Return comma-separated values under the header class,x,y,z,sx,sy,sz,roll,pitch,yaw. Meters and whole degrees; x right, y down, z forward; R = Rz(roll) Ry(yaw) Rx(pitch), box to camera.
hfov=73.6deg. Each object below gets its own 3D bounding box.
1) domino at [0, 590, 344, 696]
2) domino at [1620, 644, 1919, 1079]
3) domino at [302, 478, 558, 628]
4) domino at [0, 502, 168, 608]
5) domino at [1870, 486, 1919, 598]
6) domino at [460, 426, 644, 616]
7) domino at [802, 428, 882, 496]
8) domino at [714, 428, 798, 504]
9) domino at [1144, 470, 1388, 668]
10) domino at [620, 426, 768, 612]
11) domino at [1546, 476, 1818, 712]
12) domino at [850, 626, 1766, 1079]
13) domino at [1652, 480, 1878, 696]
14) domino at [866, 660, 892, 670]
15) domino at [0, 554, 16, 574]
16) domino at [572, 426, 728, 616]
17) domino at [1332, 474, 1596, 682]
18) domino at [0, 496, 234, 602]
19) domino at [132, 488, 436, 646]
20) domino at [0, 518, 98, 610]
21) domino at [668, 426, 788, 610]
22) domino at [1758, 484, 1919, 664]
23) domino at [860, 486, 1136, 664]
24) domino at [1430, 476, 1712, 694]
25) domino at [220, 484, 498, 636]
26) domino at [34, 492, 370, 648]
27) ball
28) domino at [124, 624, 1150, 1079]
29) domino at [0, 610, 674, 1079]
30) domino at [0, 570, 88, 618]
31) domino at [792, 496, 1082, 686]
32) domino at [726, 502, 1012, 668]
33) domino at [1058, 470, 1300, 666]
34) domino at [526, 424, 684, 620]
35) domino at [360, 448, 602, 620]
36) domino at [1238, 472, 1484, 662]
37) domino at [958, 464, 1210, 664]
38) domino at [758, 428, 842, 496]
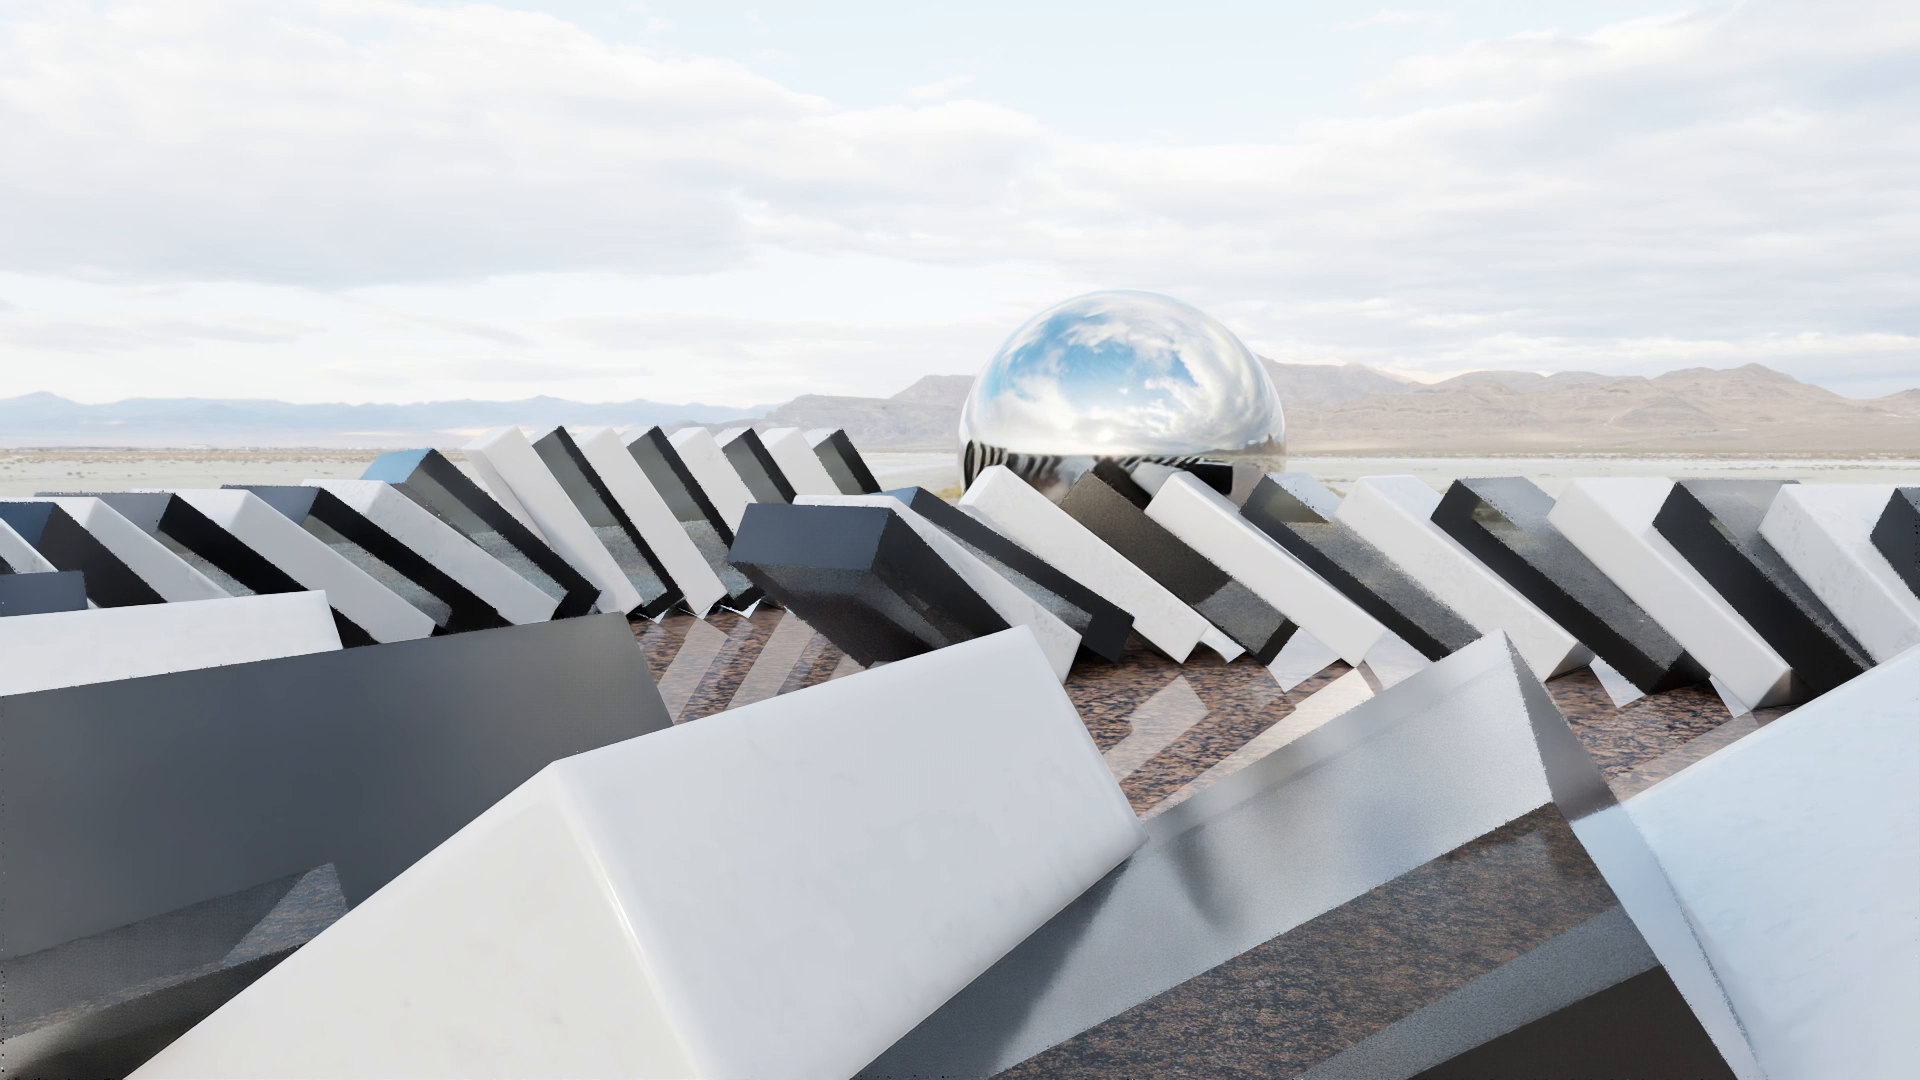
class,x,y,z,sx,sy,sz,roll,pitch,yaw
domino,-0.053,0.020,0.066,0.050,0.010,0.025,-38,-21,35
domino,0.018,0.021,0.042,0.050,0.009,0.025,-34,-3,13
domino,-0.111,0.005,0.266,0.025,0.010,0.050,3,-29,31
domino,-0.122,0.012,0.174,0.025,0.009,0.050,0,-29,-2
domino,0.149,0.012,0.172,0.025,0.009,0.050,0,39,3
domino,-0.097,-0.004,0.304,0.010,0.050,0.025,-40,22,-22
domino,-0.026,-0.007,0.345,0.010,0.050,0.025,-38,18,-17
domino,-0.048,-0.006,0.337,0.009,0.050,0.025,-38,18,-17
domino,0.062,0.005,0.259,0.050,0.009,0.025,38,14,11
domino,-0.069,-0.005,0.327,0.010,0.050,0.025,-39,19,-20
domino,0.130,0.008,0.224,0.025,0.009,0.050,-2,40,-24
domino,-0.001,0.021,0.045,0.050,0.009,0.025,-34,-8,20
domino,0.140,0.009,0.208,0.025,0.009,0.050,-1,39,-14
domino,-0.004,0.025,0.170,0.025,0.010,0.050,1,4,7
domino,-0.111,0.015,0.138,0.025,0.009,0.050,-1,-28,-16
domino,-0.080,-0.005,0.321,0.009,0.050,0.025,-39,20,-20
domino,0.100,0.006,0.249,0.025,0.010,0.050,-5,41,-47
domino,-0.125,0.010,0.193,0.025,0.009,0.050,0,-29,8
domino,-0.121,0.008,0.230,0.025,0.009,0.050,1,-28,19
domino,-0.119,0.013,0.156,0.025,0.010,0.050,-1,-29,-7
domino,-0.058,-0.006,0.332,0.009,0.050,0.025,-38,18,-18
domino,0.146,0.010,0.190,0.025,0.010,0.050,0,39,-5
domino,0.005,0.007,0.236,0.050,0.009,0.025,31,-16,-24
domino,0.115,0.007,0.238,0.025,0.009,0.050,-3,40,-38
domino,-0.116,0.006,0.248,0.025,0.009,0.050,2,-28,23
domino,-0.124,0.009,0.211,0.025,0.009,0.050,1,-29,13
ball,0.039,-0.021,0.314,0.080,0.080,0.080,0,4,0
domino,-0.019,0.021,0.050,0.050,0.009,0.025,-35,-13,26
domino,-0.037,0.021,0.057,0.050,0.009,0.025,-36,-17,31
domino,-0.069,0.019,0.077,0.025,0.009,0.050,-4,-28,-41
domino,-0.005,0.009,0.218,0.025,0.009,0.050,3,-26,47
domino,-0.010,0.011,0.197,0.025,0.010,0.050,3,-26,31
domino,0.043,0.005,0.257,0.050,0.009,0.025,37,6,2
domino,-0.089,-0.004,0.314,0.009,0.050,0.025,-39,20,-20
domino,-0.106,0.000,0.284,0.025,0.009,0.050,-1,-39,43
domino,0.082,0.005,0.257,0.050,0.010,0.025,41,24,24
domino,0.023,0.004,0.252,0.050,0.010,0.025,37,-2,-6
domino,-0.037,-0.006,0.340,0.010,0.050,0.025,-38,18,-17
